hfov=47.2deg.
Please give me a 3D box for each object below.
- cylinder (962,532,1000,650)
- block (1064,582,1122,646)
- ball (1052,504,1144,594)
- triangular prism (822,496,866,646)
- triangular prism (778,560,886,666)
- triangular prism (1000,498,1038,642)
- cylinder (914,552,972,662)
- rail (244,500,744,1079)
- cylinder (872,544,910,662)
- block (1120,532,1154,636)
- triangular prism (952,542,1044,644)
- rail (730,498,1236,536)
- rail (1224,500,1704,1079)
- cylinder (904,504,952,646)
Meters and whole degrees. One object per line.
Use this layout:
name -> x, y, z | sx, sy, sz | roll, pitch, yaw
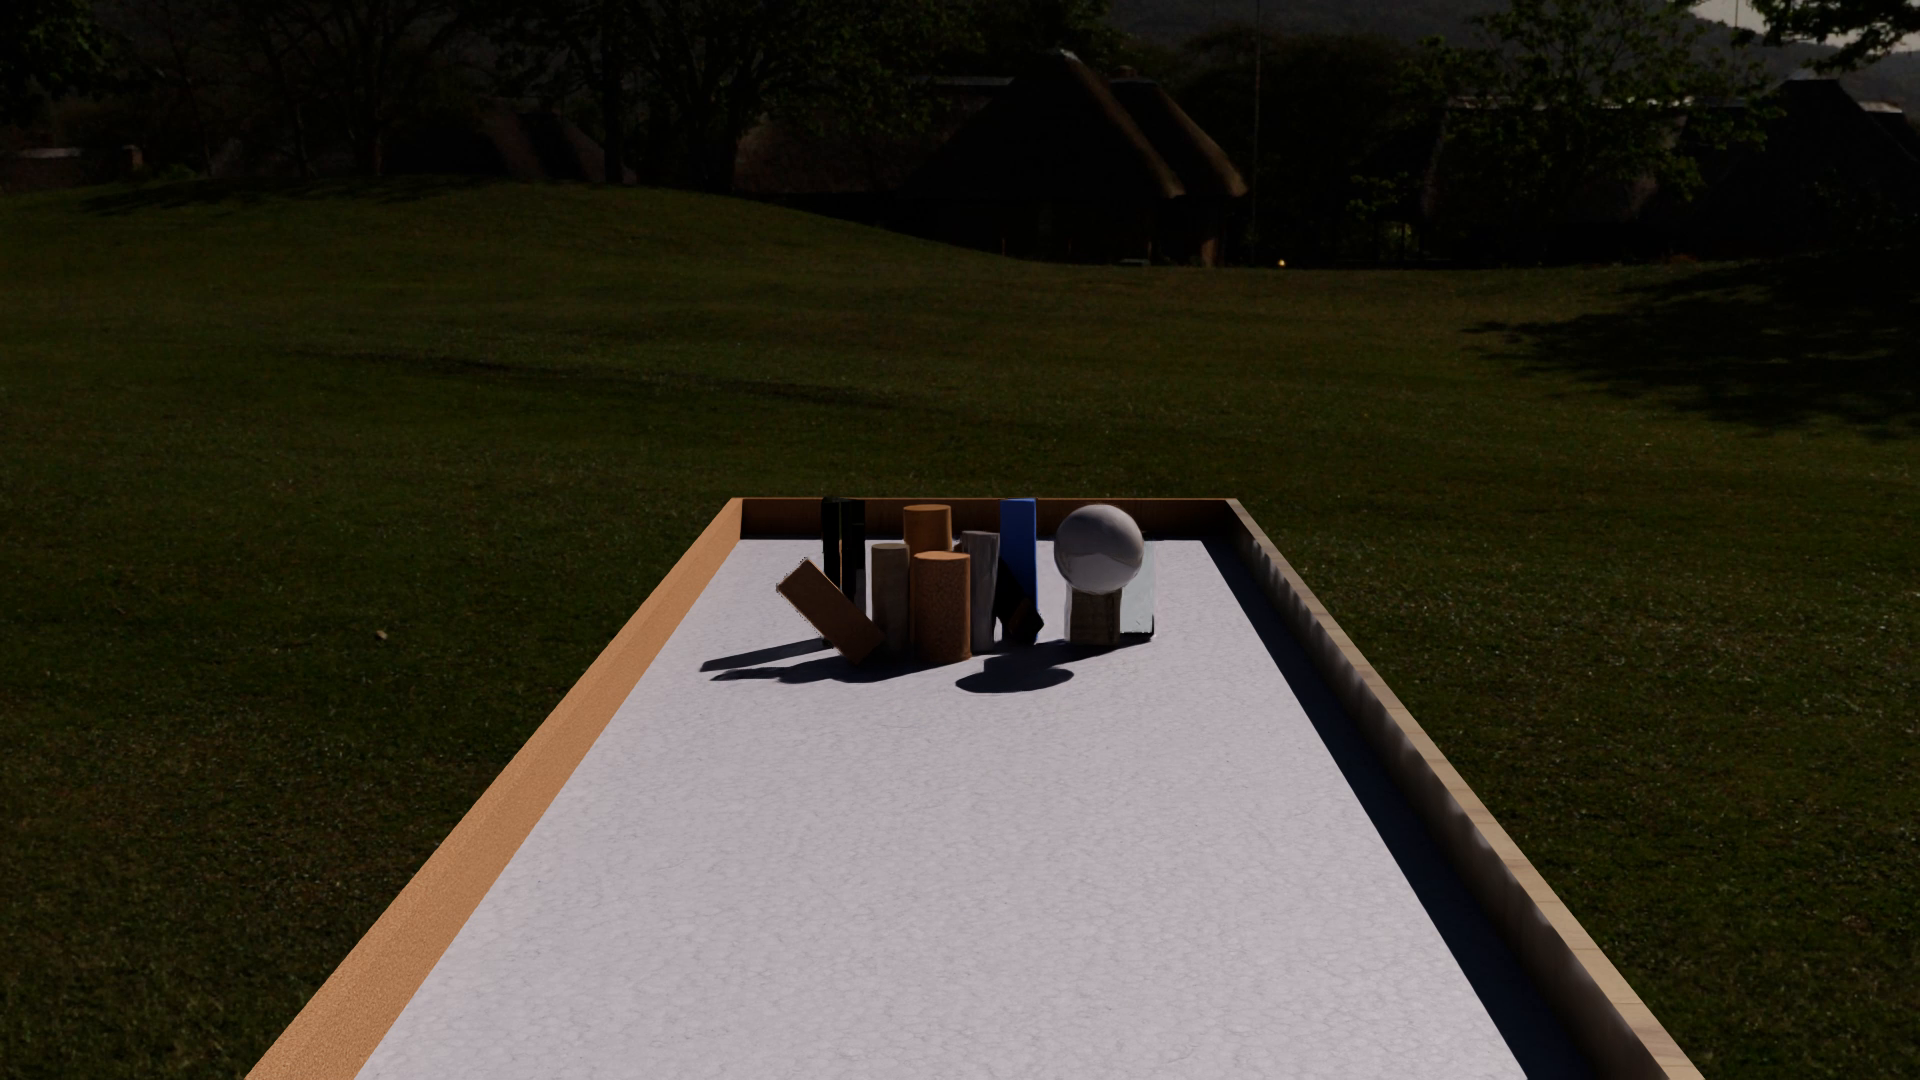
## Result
cylinder -> 0.057, 0.158, 6.829 | 0.118, 0.361, 0.118 | 3, 4, 0
block -> 0.418, 0.148, 6.888 | 0.154, 0.348, 0.154 | 2, 2, -5
ball -> 0.420, 0.028, 6.668 | 0.277, 0.277, 0.277 | 0, 9, 0
triangular prism -> -0.397, 0.095, 6.969 | 0.151, 0.452, 0.131 | -5, 10, -30
triangular prism -> -0.377, 0.214, 6.625 | 0.337, 0.114, 0.132 | 44, 13, 7
triangular prism -> 0.212, 0.093, 6.996 | 0.125, 0.443, 0.108 | 2, 5, 34
cylinder -> -0.053, 0.203, 6.712 | 0.173, 0.316, 0.173 | 0, 8, 0
rail -> -1.004, 0.839, 3.234 | 0.050, 0.150, 12.000 | 0, 9, 1
cylinder -> -0.211, 0.190, 6.696 | 0.116, 0.348, 0.116 | 0, 9, 0
block -> 0.537, 0.136, 7.055 | 0.168, 0.325, 0.168 | 1, 2, 3
triangular prism -> 0.119, 0.163, 6.954 | 0.114, 0.372, 0.099 | -28, -22, -14
rail -> 0.099, -0.098, 9.147 | 2.100, 0.150, 0.050 | 0, 9, 1
rail -> 1.046, 0.843, 3.208 | 0.050, 0.150, 12.000 | 0, 9, 1
cylinder -> -0.098, 0.111, 6.927 | 0.151, 0.429, 0.151 | -2, 8, 0
